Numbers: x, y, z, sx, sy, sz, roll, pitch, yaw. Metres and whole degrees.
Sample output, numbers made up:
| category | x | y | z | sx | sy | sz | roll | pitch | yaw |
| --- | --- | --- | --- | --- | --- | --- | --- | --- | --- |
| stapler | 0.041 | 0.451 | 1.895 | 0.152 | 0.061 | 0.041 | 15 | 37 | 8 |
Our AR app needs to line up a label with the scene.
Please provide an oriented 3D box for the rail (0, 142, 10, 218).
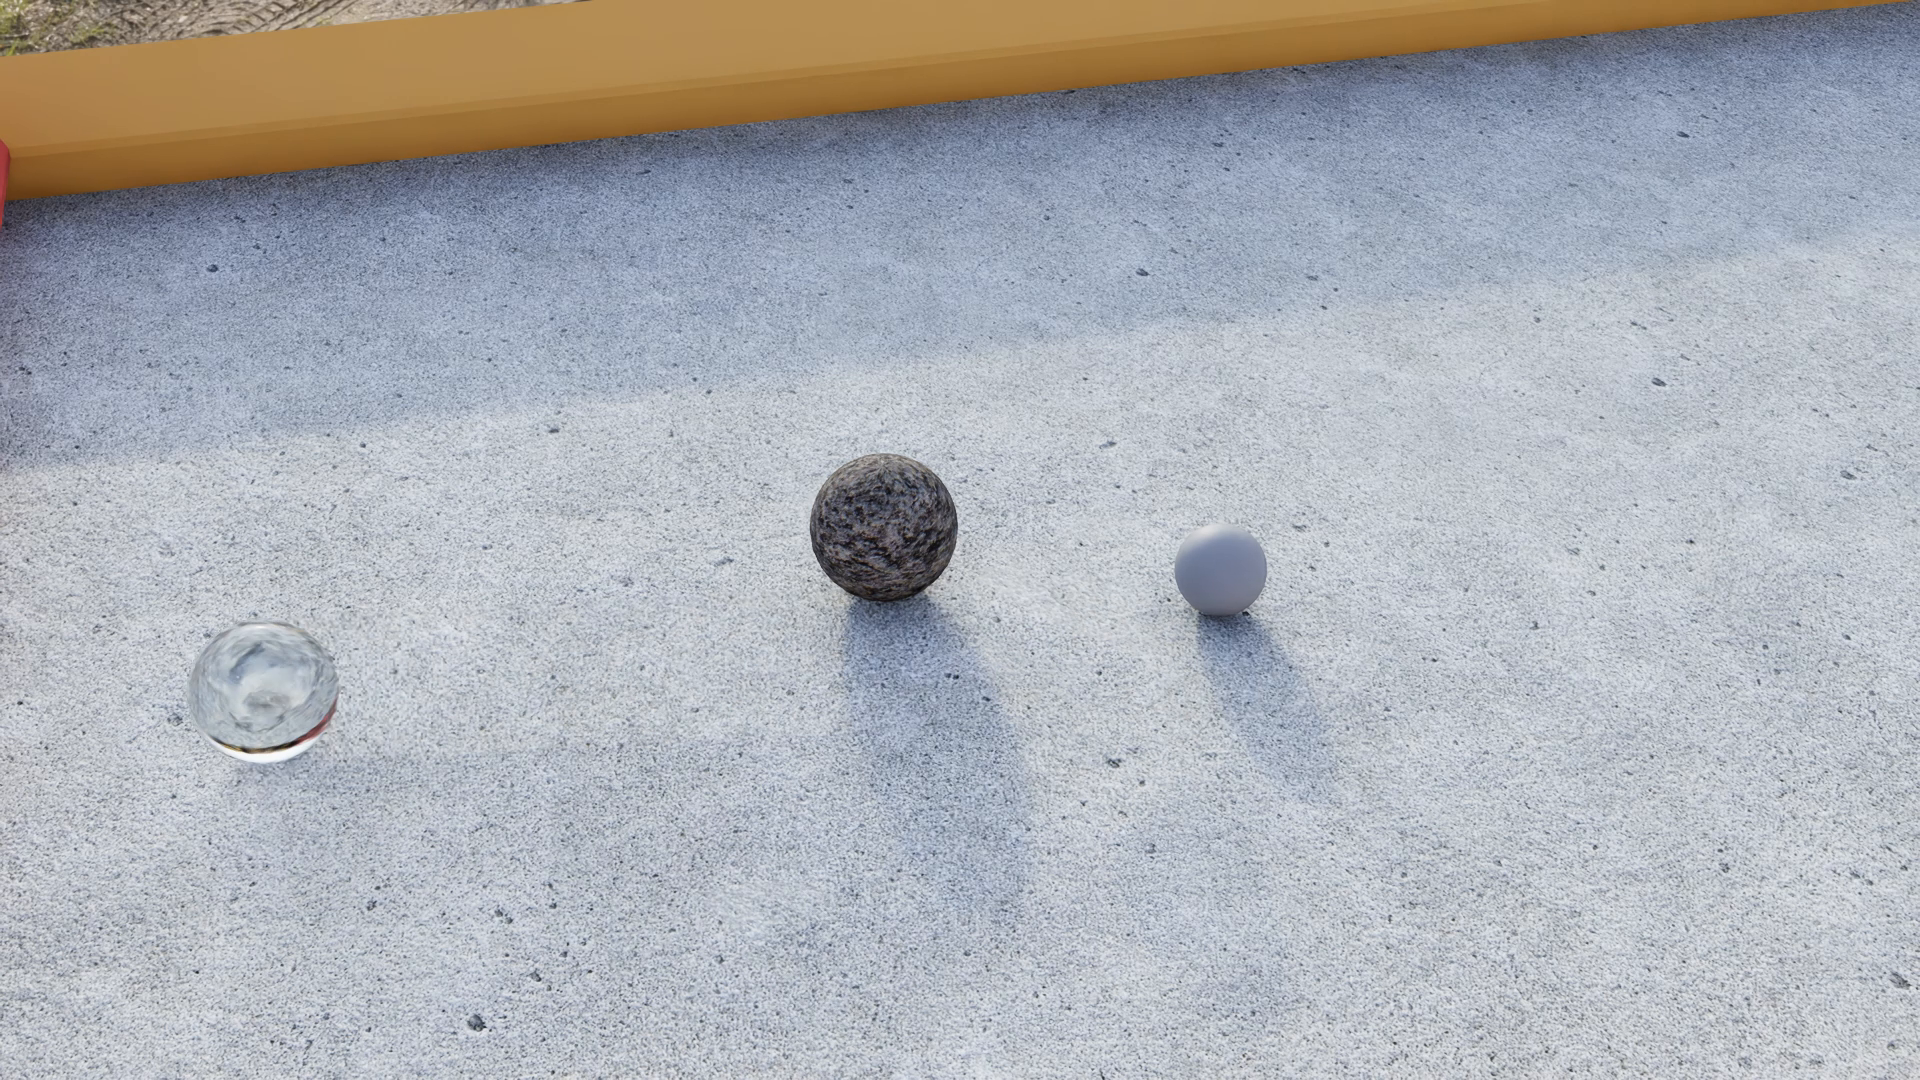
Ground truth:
| category | x | y | z | sx | sy | sz | roll | pitch | yaw |
| --- | --- | --- | --- | --- | --- | --- | --- | --- | --- |
| rail | -0.617 | 0.067 | 1.494 | 0.045 | 0.122 | 1.393 | -8 | 36 | -11 |

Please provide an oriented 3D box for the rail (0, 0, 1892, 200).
| category | x | y | z | sx | sy | sz | roll | pitch | yaw |
| --- | --- | --- | --- | --- | --- | --- | --- | --- | --- |
| rail | 0.484 | -0.487 | 2.271 | 2.630 | 0.122 | 0.045 | -8 | 36 | -11 |

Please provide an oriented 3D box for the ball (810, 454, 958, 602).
| category | x | y | z | sx | sy | sz | roll | pitch | yaw |
| --- | --- | --- | --- | --- | --- | --- | --- | --- | --- |
| ball | -0.048 | -0.008 | 1.625 | 0.094 | 0.094 | 0.094 | 0 | 35 | 0 |

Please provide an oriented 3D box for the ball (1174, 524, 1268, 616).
| category | x | y | z | sx | sy | sz | roll | pitch | yaw |
| --- | --- | --- | --- | --- | --- | --- | --- | --- | --- |
| ball | 0.164 | 0.019 | 1.618 | 0.059 | 0.059 | 0.059 | 0 | 35 | 0 |

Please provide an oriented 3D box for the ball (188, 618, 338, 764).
| category | x | y | z | sx | sy | sz | roll | pitch | yaw |
| --- | --- | --- | --- | --- | --- | --- | --- | --- | --- |
| ball | -0.406 | 0.088 | 1.498 | 0.085 | 0.085 | 0.085 | 0 | 35 | 0 |
